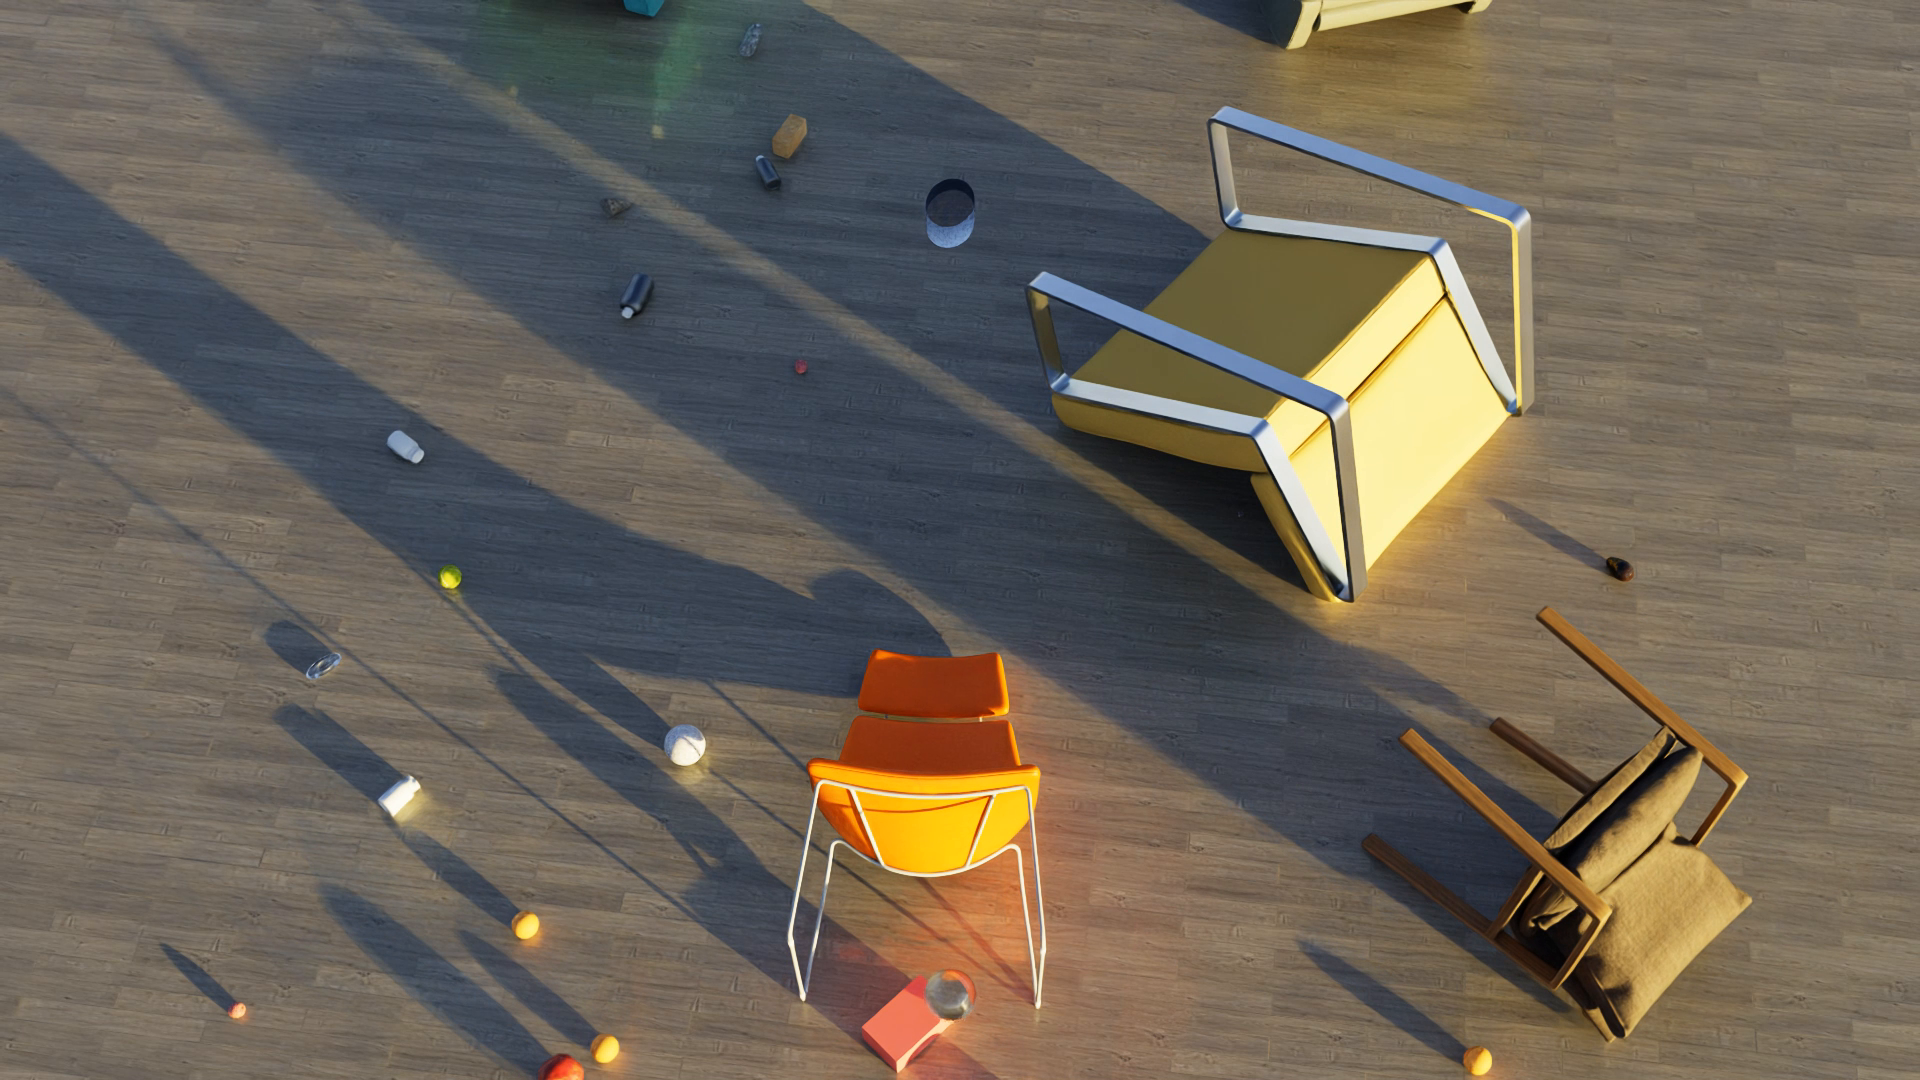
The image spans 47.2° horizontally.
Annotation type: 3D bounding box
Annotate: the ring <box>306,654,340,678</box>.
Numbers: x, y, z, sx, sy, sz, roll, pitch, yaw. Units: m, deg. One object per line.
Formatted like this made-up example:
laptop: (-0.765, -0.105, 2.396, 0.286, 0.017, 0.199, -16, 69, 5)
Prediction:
ring: (-1.827, 0.362, 6.315, 0.111, 0.027, 0.049, -36, 65, -21)

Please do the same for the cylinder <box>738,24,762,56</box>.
cylinder: (-0.734, -1.754, 7.712, 0.053, 0.071, 0.103, 31, 54, -22)

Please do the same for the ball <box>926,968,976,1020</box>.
ball: (-0.023, 1.162, 5.618, 0.131, 0.131, 0.131, 0, 56, 0)

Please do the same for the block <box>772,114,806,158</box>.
block: (-0.578, -1.369, 7.451, 0.058, 0.068, 0.135, 22, 59, 14)

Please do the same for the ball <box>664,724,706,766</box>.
ball: (-0.767, 0.570, 6.122, 0.115, 0.115, 0.115, 0, 56, 0)

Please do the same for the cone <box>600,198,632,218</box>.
cone: (-1.129, -1.109, 7.300, 0.103, 0.061, 0.085, -15, 40, -30)

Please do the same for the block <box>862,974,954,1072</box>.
block: (-0.132, 1.250, 5.687, 0.207, 0.081, 0.130, -39, 64, -23)

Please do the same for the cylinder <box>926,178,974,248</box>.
cylinder: (-0.032, -1.076, 7.235, 0.158, 0.101, 0.216, 9, 57, 6)
